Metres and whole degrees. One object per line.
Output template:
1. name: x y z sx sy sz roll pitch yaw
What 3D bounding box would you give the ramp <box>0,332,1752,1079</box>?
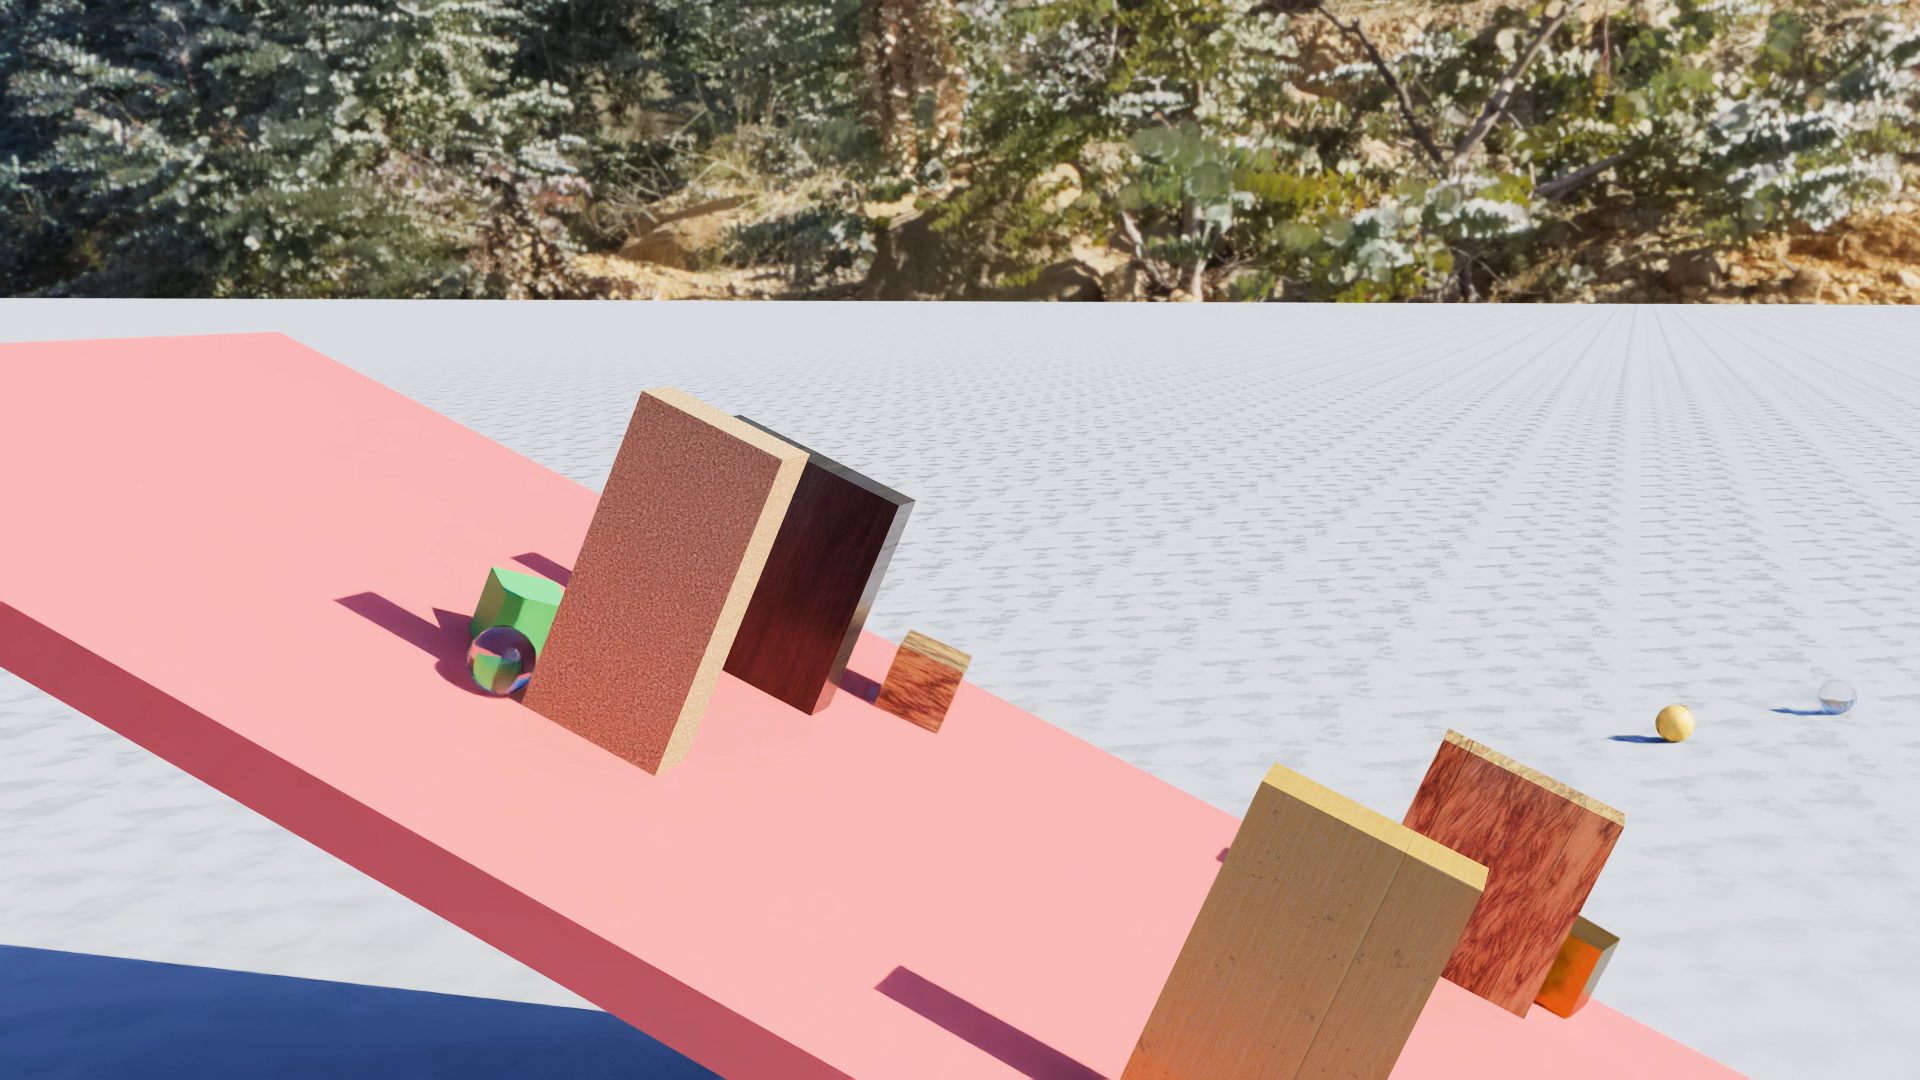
1. ramp: -0.284 0.493 4.182 4.000 0.100 2.000 26 13 13

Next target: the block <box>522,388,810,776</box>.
1. block: -0.521 0.072 3.871 0.282 0.614 0.126 26 13 13

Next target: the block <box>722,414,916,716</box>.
1. block: -0.378 0.049 4.508 0.417 0.475 0.108 26 13 13

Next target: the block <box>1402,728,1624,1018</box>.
1. block: 1.082 0.684 4.524 0.389 0.453 0.114 26 13 13

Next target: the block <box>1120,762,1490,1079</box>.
1. block: 0.494 0.676 3.268 0.345 0.584 0.127 26 13 13

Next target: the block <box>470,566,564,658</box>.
1. block: -0.825 0.147 4.124 0.131 0.131 0.131 16 15 -29

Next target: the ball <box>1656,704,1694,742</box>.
1. ball: 2.837 0.728 8.726 0.148 0.148 0.148 0 7 0

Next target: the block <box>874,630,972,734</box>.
1. block: -0.079 0.304 4.733 0.148 0.148 0.148 24 13 2

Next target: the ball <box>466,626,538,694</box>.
1. ball: -0.813 0.213 3.904 0.122 0.122 0.122 0 7 0

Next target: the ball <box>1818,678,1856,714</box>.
1. ball: 3.703 0.661 9.285 0.149 0.149 0.149 0 7 0

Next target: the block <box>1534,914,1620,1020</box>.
1. block: 1.271 0.888 4.669 0.167 0.167 0.167 30 15 26
